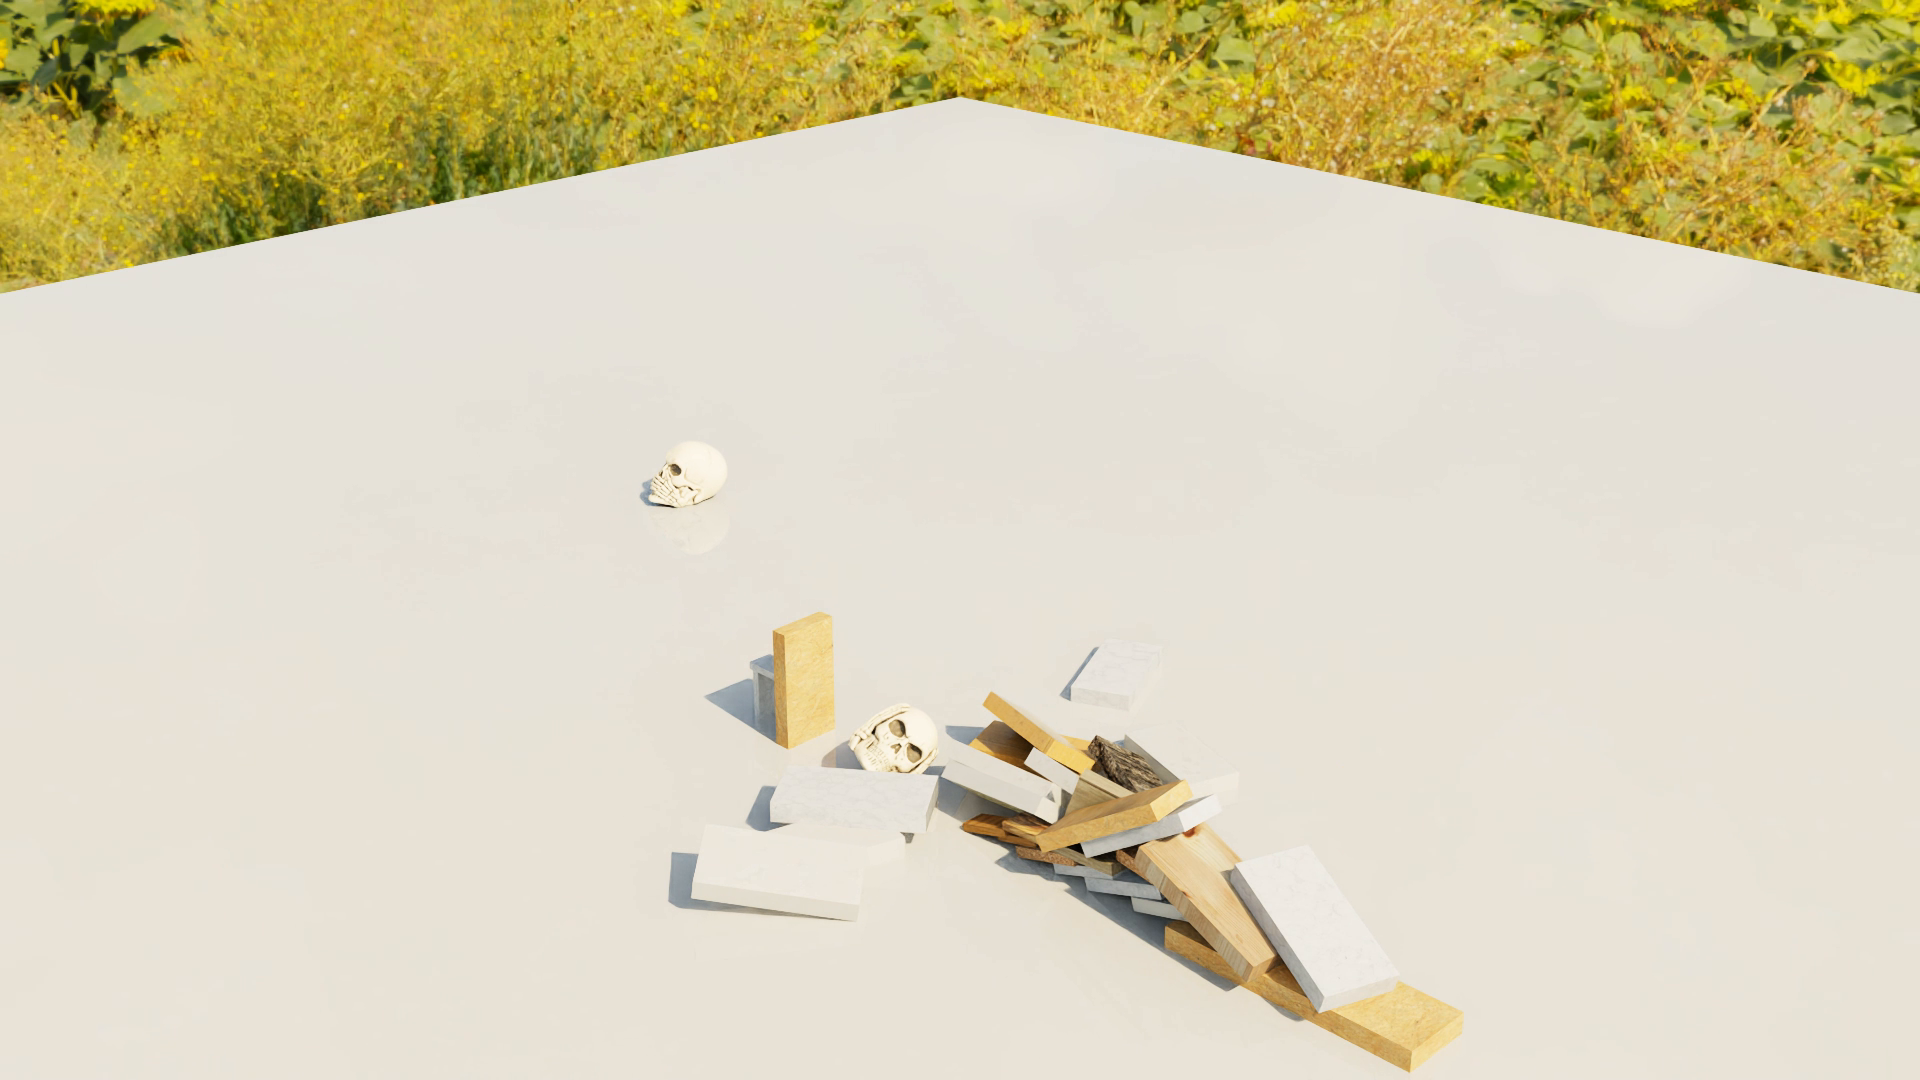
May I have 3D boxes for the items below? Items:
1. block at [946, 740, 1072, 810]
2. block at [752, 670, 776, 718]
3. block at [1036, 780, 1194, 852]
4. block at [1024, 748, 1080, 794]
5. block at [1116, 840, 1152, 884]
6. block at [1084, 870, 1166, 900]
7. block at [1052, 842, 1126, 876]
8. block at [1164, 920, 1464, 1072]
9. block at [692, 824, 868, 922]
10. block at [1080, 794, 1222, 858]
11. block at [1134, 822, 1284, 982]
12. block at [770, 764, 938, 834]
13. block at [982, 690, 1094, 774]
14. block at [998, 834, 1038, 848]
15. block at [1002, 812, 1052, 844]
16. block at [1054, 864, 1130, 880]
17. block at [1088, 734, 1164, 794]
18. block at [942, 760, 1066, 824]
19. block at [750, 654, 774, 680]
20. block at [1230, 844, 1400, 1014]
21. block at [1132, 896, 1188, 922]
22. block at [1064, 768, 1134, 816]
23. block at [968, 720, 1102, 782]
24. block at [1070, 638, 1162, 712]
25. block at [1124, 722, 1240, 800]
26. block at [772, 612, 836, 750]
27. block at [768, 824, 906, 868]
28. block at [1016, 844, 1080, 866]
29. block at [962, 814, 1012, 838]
[{"bbox_3d":[0.111,0.485,4.470,0.269,0.038,0.135,20,-10,39],"label":"block"},{"bbox_3d":[-0.426,0.331,4.835,0.016,0.114,0.057,21,31,41],"label":"block"},{"bbox_3d":[0.286,0.515,4.098,0.292,0.035,0.122,-23,2,42],"label":"block"},{"bbox_3d":[0.262,0.509,4.399,0.269,0.038,0.135,29,-4,45],"label":"block"},{"bbox_3d":[0.391,0.607,4.063,0.097,0.028,0.194,-20,34,-35],"label":"block"},{"bbox_3d":[0.338,0.638,4.143,0.097,0.028,0.194,-21,12,-40],"label":"block"},{"bbox_3d":[0.257,0.590,4.170,0.077,0.022,0.155,-21,25,-40],"label":"block"},{"bbox_3d":[0.616,0.774,3.881,0.532,0.044,0.155,21,31,41],"label":"block"},{"bbox_3d":[-0.337,0.624,4.133,0.310,0.044,0.155,8,36,-2],"label":"block"},{"bbox_3d":[0.352,0.529,4.070,0.245,0.035,0.122,-23,-3,42],"label":"block"},{"bbox_3d":[0.472,0.643,3.946,0.155,0.044,0.310,-19,49,-34],"label":"block"},{"bbox_3d":[-0.209,0.515,4.379,0.311,0.044,0.155,3,23,8],"label":"block"},{"bbox_3d":[0.162,0.402,4.580,0.126,0.036,0.252,31,2,-37],"label":"block"},{"bbox_3d":[0.132,0.580,4.323,0.057,0.016,0.113,-20,14,-37],"label":"block"},{"bbox_3d":[0.143,0.564,4.286,0.057,0.016,0.113,-20,25,-40],"label":"block"},{"bbox_3d":[0.261,0.620,4.209,0.077,0.022,0.155,-21,12,-40],"label":"block"},{"bbox_3d":[0.358,0.491,4.477,0.126,0.036,0.252,27,12,-25],"label":"block"},{"bbox_3d":[0.102,0.511,4.376,0.269,0.038,0.135,16,-12,45],"label":"block"},{"bbox_3d":[-0.399,0.281,4.784,0.114,0.016,0.057,21,31,41],"label":"block"},{"bbox_3d":[0.621,0.679,3.866,0.155,0.044,0.310,-11,44,-23],"label":"block"},{"bbox_3d":[0.420,0.666,4.052,0.097,0.028,0.194,-21,14,-38],"label":"block"},{"bbox_3d":[0.326,0.549,4.222,0.245,0.122,0.035,27,31,14],"label":"block"},{"bbox_3d":[0.166,0.452,4.646,0.270,0.038,0.135,11,25,23],"label":"block"},{"bbox_3d":[0.358,0.303,4.997,0.135,0.038,0.270,8,24,19],"label":"block"},{"bbox_3d":[0.464,0.462,4.625,0.126,0.036,0.252,-11,25,-24],"label":"block"},{"bbox_3d":[-0.333,0.301,4.707,0.038,0.270,0.135,21,31,40],"label":"block"},{"bbox_3d":[-0.281,0.603,4.283,0.310,0.044,0.155,-13,26,-28],"label":"block"},{"bbox_3d":[0.191,0.600,4.266,0.077,0.022,0.155,-21,15,-40],"label":"block"},{"bbox_3d":[0.066,0.567,4.368,0.113,0.016,0.057,2,17,45],"label":"block"}]
